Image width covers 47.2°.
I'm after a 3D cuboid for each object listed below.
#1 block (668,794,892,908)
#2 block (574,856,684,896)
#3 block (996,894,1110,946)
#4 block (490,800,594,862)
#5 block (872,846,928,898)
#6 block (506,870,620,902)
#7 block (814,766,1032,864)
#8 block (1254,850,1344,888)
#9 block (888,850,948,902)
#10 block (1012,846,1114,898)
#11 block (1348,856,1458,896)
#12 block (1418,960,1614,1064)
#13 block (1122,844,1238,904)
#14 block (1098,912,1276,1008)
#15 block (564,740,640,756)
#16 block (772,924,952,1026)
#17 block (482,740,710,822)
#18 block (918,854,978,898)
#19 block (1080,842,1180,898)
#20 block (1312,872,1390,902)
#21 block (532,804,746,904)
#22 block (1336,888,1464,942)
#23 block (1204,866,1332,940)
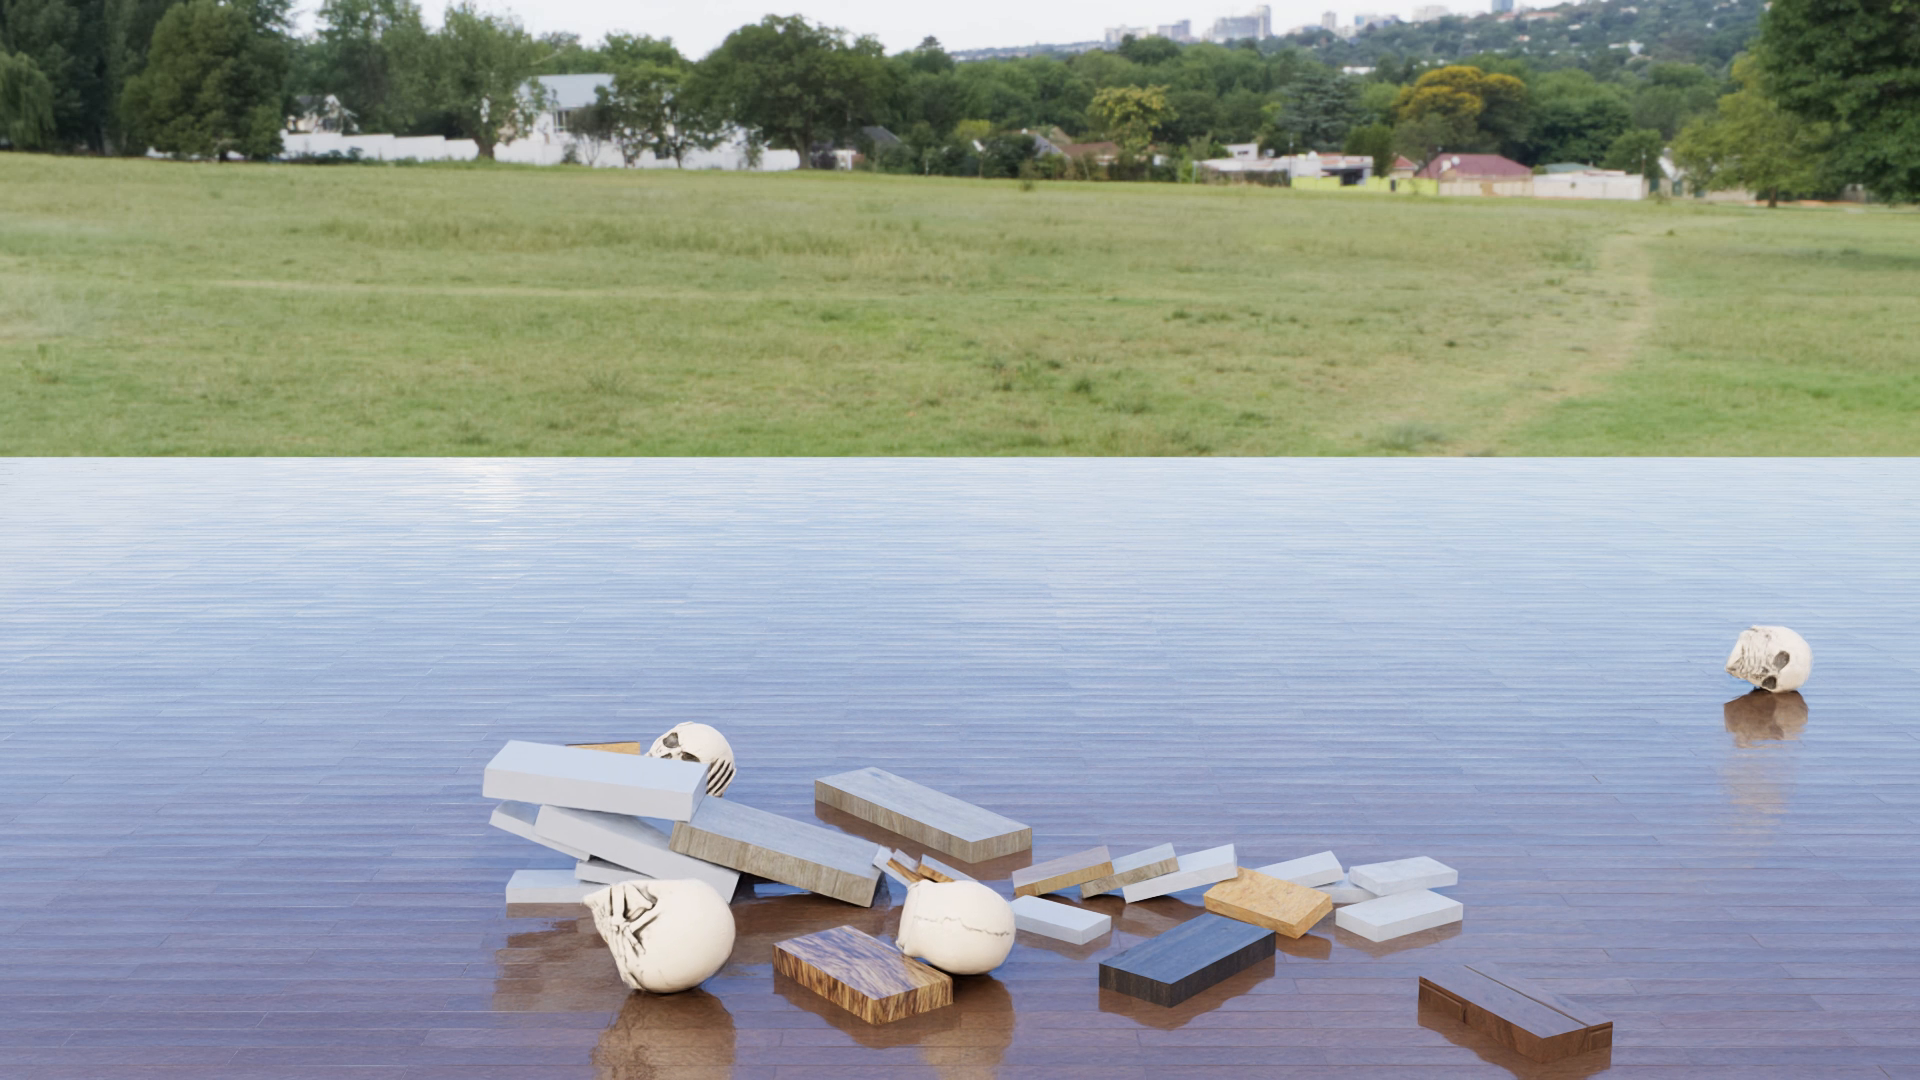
[{"bbox_3d":[-0.298,0.517,3.686,0.346,0.049,0.173,16,11,3],"label":"block"},{"bbox_3d":[-0.548,0.554,3.678,0.178,0.025,0.089,10,10,-3],"label":"block"},{"bbox_3d":[0.149,0.607,3.515,0.166,0.023,0.083,8,13,37],"label":"block"},{"bbox_3d":[-0.690,0.485,3.694,0.178,0.025,0.089,20,11,5],"label":"block"},{"bbox_3d":[-0.096,0.553,3.667,0.106,0.015,0.053,35,12,-2],"label":"block"},{"bbox_3d":[-0.660,0.577,3.668,0.178,0.025,0.089,0,11,0],"label":"block"},{"bbox_3d":[-0.074,0.501,4.042,0.137,0.039,0.480,-8,13,-37],"label":"block"},{"bbox_3d":[0.550,0.560,3.665,0.163,0.023,0.081,-14,11,0],"label":"block"},{"bbox_3d":[-0.069,0.556,3.651,0.106,0.015,0.053,35,12,4],"label":"block"},{"bbox_3d":[0.171,0.555,3.669,0.166,0.023,0.083,-16,10,2],"label":"block"},{"bbox_3d":[0.736,0.558,3.653,0.163,0.023,0.081,-3,12,-29],"label":"block"},{"bbox_3d":[0.789,0.670,3.137,0.129,0.036,0.257,-6,12,-28],"label":"block"},{"bbox_3d":[0.366,0.553,3.652,0.188,0.027,0.094,-15,8,9],"label":"block"},{"bbox_3d":[0.347,0.634,3.333,0.129,0.036,0.283,9,14,39],"label":"block"},{"bbox_3d":[-0.701,0.418,4.302,0.137,0.039,0.275,-2,-4,-11],"label":"block"},{"bbox_3d":[-0.148,0.644,3.271,0.137,0.039,0.275,-8,13,-36],"label":"block"},{"bbox_3d":[-0.608,0.404,3.699,0.346,0.049,0.173,7,11,1],"label":"block"},{"bbox_3d":[-0.020,0.560,3.662,0.106,0.015,0.053,27,10,-4],"label":"block"},{"bbox_3d":[0.280,0.550,3.665,0.166,0.023,0.083,-17,8,2],"label":"block"},{"bbox_3d":[0.655,0.579,3.664,0.163,0.023,0.081,0,11,-1],"label":"block"},{"bbox_3d":[-0.526,0.502,3.694,0.346,0.049,0.173,20,11,1],"label":"block"},{"bbox_3d":[0.706,0.601,3.534,0.188,0.027,0.094,-7,12,-32],"label":"block"},{"bbox_3d":[0.496,0.584,3.552,0.094,0.027,0.188,-31,28,-36],"label":"block"}]
